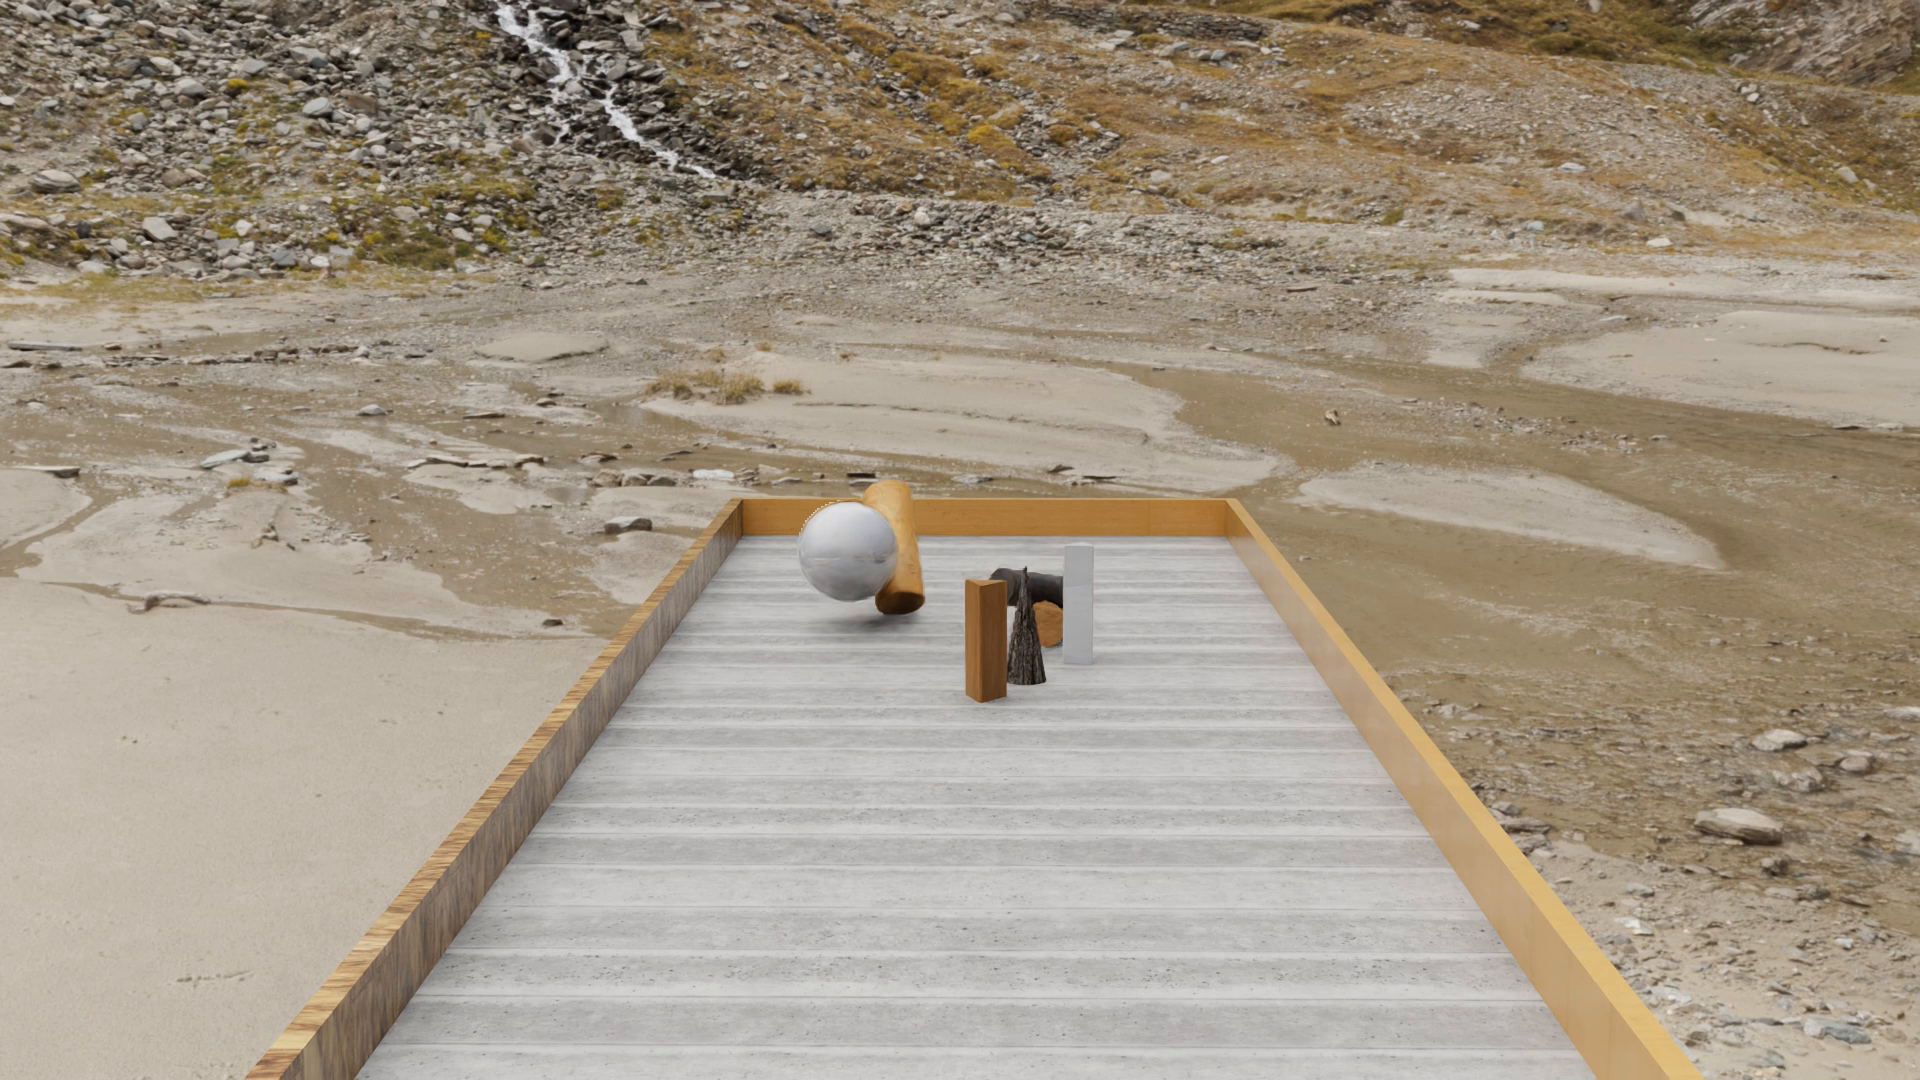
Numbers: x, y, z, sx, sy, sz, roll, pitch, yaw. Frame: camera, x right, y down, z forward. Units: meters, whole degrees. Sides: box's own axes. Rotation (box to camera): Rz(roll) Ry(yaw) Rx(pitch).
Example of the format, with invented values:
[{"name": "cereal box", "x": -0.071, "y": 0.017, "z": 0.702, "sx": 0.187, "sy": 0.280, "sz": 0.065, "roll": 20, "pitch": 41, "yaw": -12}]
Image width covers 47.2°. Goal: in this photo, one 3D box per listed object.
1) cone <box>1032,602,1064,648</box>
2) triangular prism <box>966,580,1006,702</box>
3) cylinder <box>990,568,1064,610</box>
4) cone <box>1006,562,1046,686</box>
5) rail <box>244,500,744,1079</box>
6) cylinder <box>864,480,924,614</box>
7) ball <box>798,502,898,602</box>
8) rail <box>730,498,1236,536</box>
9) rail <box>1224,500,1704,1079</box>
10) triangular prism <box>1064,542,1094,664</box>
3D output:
[{"name": "cone", "x": 0.336, "y": 0.270, "z": 7.078, "sx": 0.144, "sy": 0.144, "sz": 0.398, "roll": 3, "pitch": -1, "yaw": 21}, {"name": "triangular prism", "x": 0.056, "y": 0.279, "z": 6.187, "sx": 0.100, "sy": 0.332, "sz": 0.115, "roll": 7, "pitch": 12, "yaw": 39}, {"name": "cylinder", "x": 0.237, "y": 0.163, "z": 7.021, "sx": 0.303, "sy": 0.118, "sz": 0.118, "roll": 9, "pitch": 0, "yaw": -44}, {"name": "cone", "x": 0.189, "y": 0.236, "z": 6.396, "sx": 0.126, "sy": 0.353, "sz": 0.126, "roll": 0, "pitch": 9, "yaw": 0}, {"name": "rail", "x": -1.004, "y": 0.839, "z": 3.234, "sx": 0.050, "sy": 0.150, "sz": 12.000, "roll": 0, "pitch": 9, "yaw": 1}, {"name": "cylinder", "x": -0.225, "y": 0.026, "z": 7.448, "sx": 0.164, "sy": 0.430, "sz": 0.164, "roll": -6, "pitch": -29, "yaw": -3}, {"name": "ball", "x": -0.365, "y": 0.040, "z": 7.217, "sx": 0.329, "sy": 0.329, "sz": 0.329, "roll": 0, "pitch": 9, "yaw": 0}, {"name": "rail", "x": 0.099, "y": -0.098, "z": 9.147, "sx": 2.100, "sy": 0.150, "sz": 0.050, "roll": 0, "pitch": 9, "yaw": 1}, {"name": "rail", "x": 1.046, "y": 0.843, "z": 3.208, "sx": 0.050, "sy": 0.150, "sz": 12.000, "roll": 0, "pitch": 9, "yaw": 1}, {"name": "triangular prism", "x": 0.365, "y": 0.189, "z": 6.661, "sx": 0.088, "sy": 0.361, "sz": 0.076, "roll": 2, "pitch": 9, "yaw": 13}]
